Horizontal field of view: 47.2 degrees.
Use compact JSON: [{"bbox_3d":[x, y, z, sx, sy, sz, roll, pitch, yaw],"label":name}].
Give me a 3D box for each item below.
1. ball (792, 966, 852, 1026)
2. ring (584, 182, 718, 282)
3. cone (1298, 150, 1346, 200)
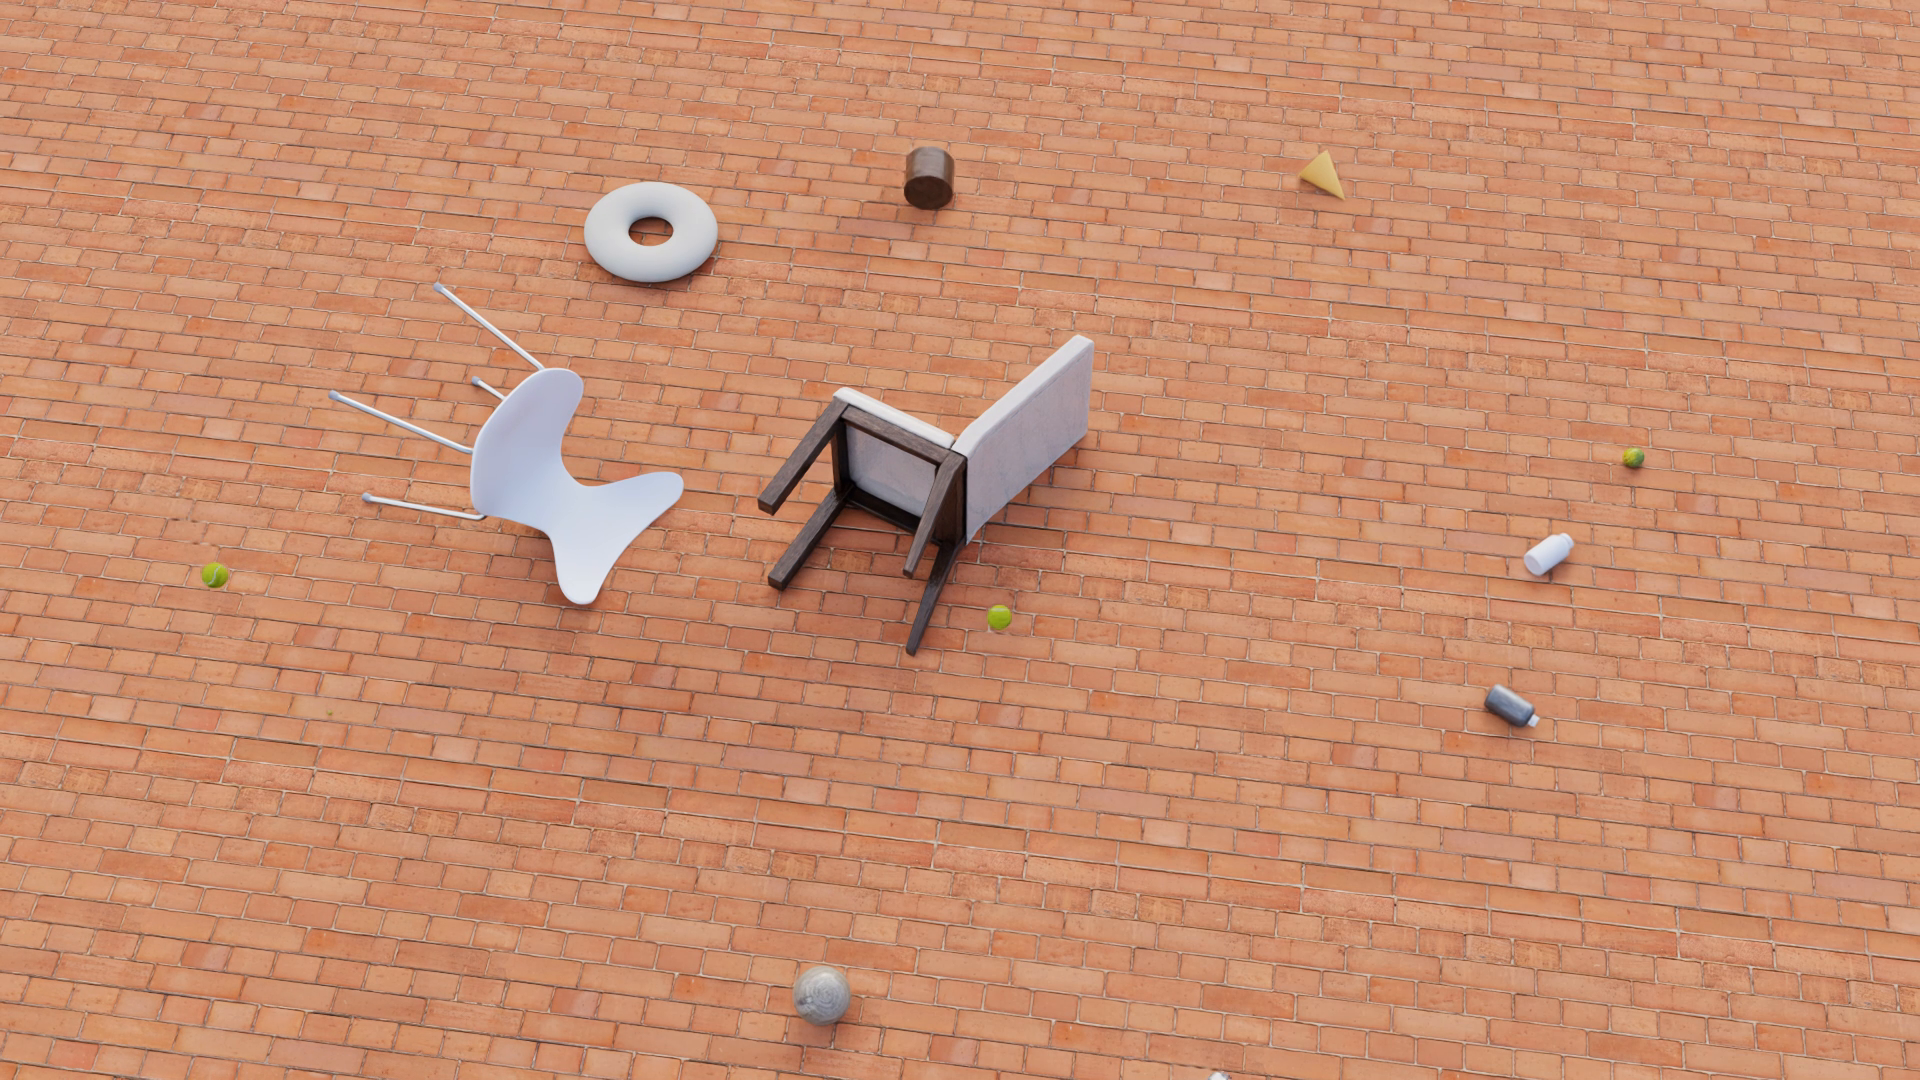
[{"bbox_3d":[-0.357,1.179,5.690,0.153,0.153,0.153,0,56,0],"label":"ball"},{"bbox_3d":[-1.013,-1.011,7.209,0.451,0.073,0.417,25,60,16],"label":"ring"},{"bbox_3d":[1.233,-1.195,7.346,0.128,0.089,0.169,-42,81,13],"label":"cone"}]
